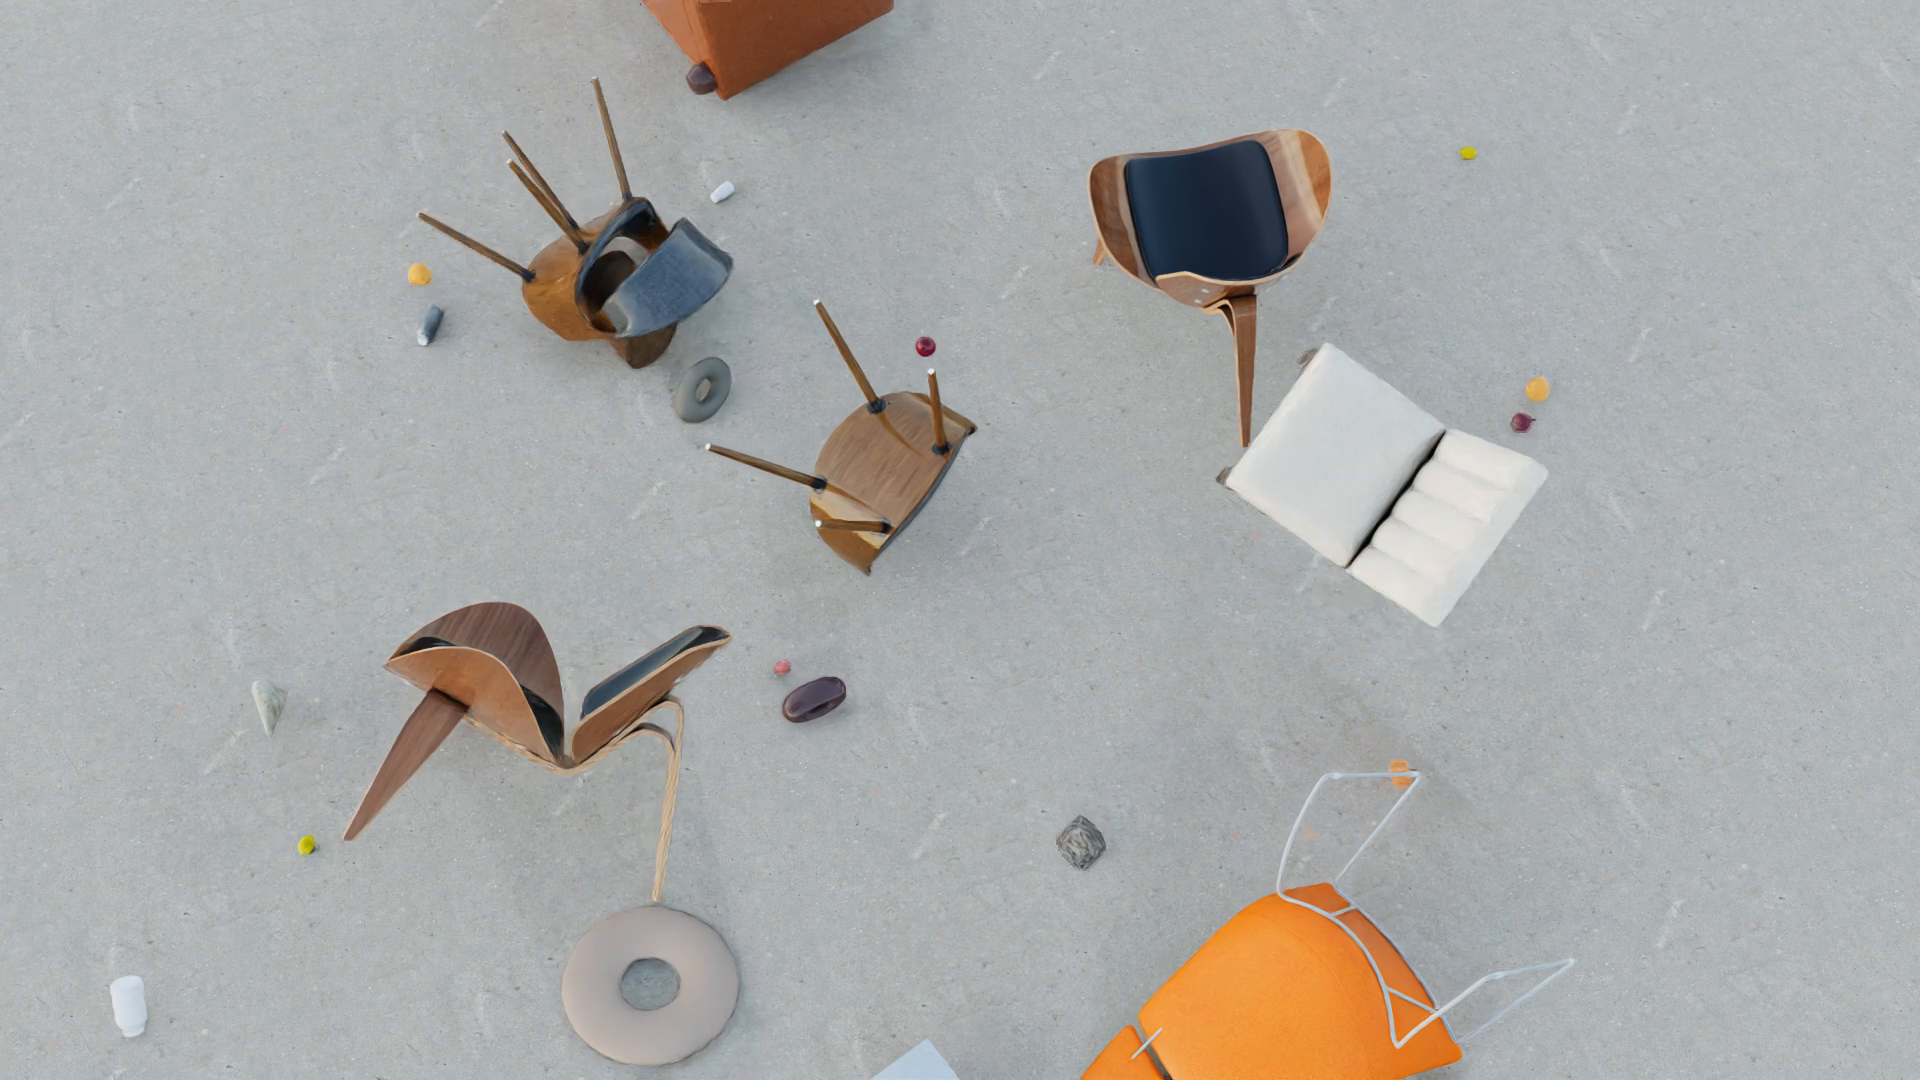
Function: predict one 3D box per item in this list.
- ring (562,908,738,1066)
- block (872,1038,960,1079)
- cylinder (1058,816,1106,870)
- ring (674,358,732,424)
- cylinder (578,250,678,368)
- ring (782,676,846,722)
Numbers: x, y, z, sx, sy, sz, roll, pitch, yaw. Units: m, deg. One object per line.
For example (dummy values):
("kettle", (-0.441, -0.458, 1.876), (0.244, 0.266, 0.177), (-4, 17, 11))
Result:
("ring", (-0.811, 1.163, 5.754), (0.466, 0.066, 0.436), (15, 58, 10))
("block", (-0.095, 1.474, 5.473), (0.275, 0.185, 0.315), (-32, 62, -20))
("cylinder", (0.329, 0.814, 5.924), (0.111, 0.162, 0.076), (42, 101, -11))
("ring", (-0.795, -0.462, 6.800), (0.077, 0.155, 0.235), (5, 56, 50))
("cylinder", (-1.046, -0.726, 6.919), (0.180, 0.252, 0.282), (-13, 51, -45))
("ring", (-0.412, 0.451, 6.217), (0.194, 0.088, 0.081), (-25, 56, -7))
